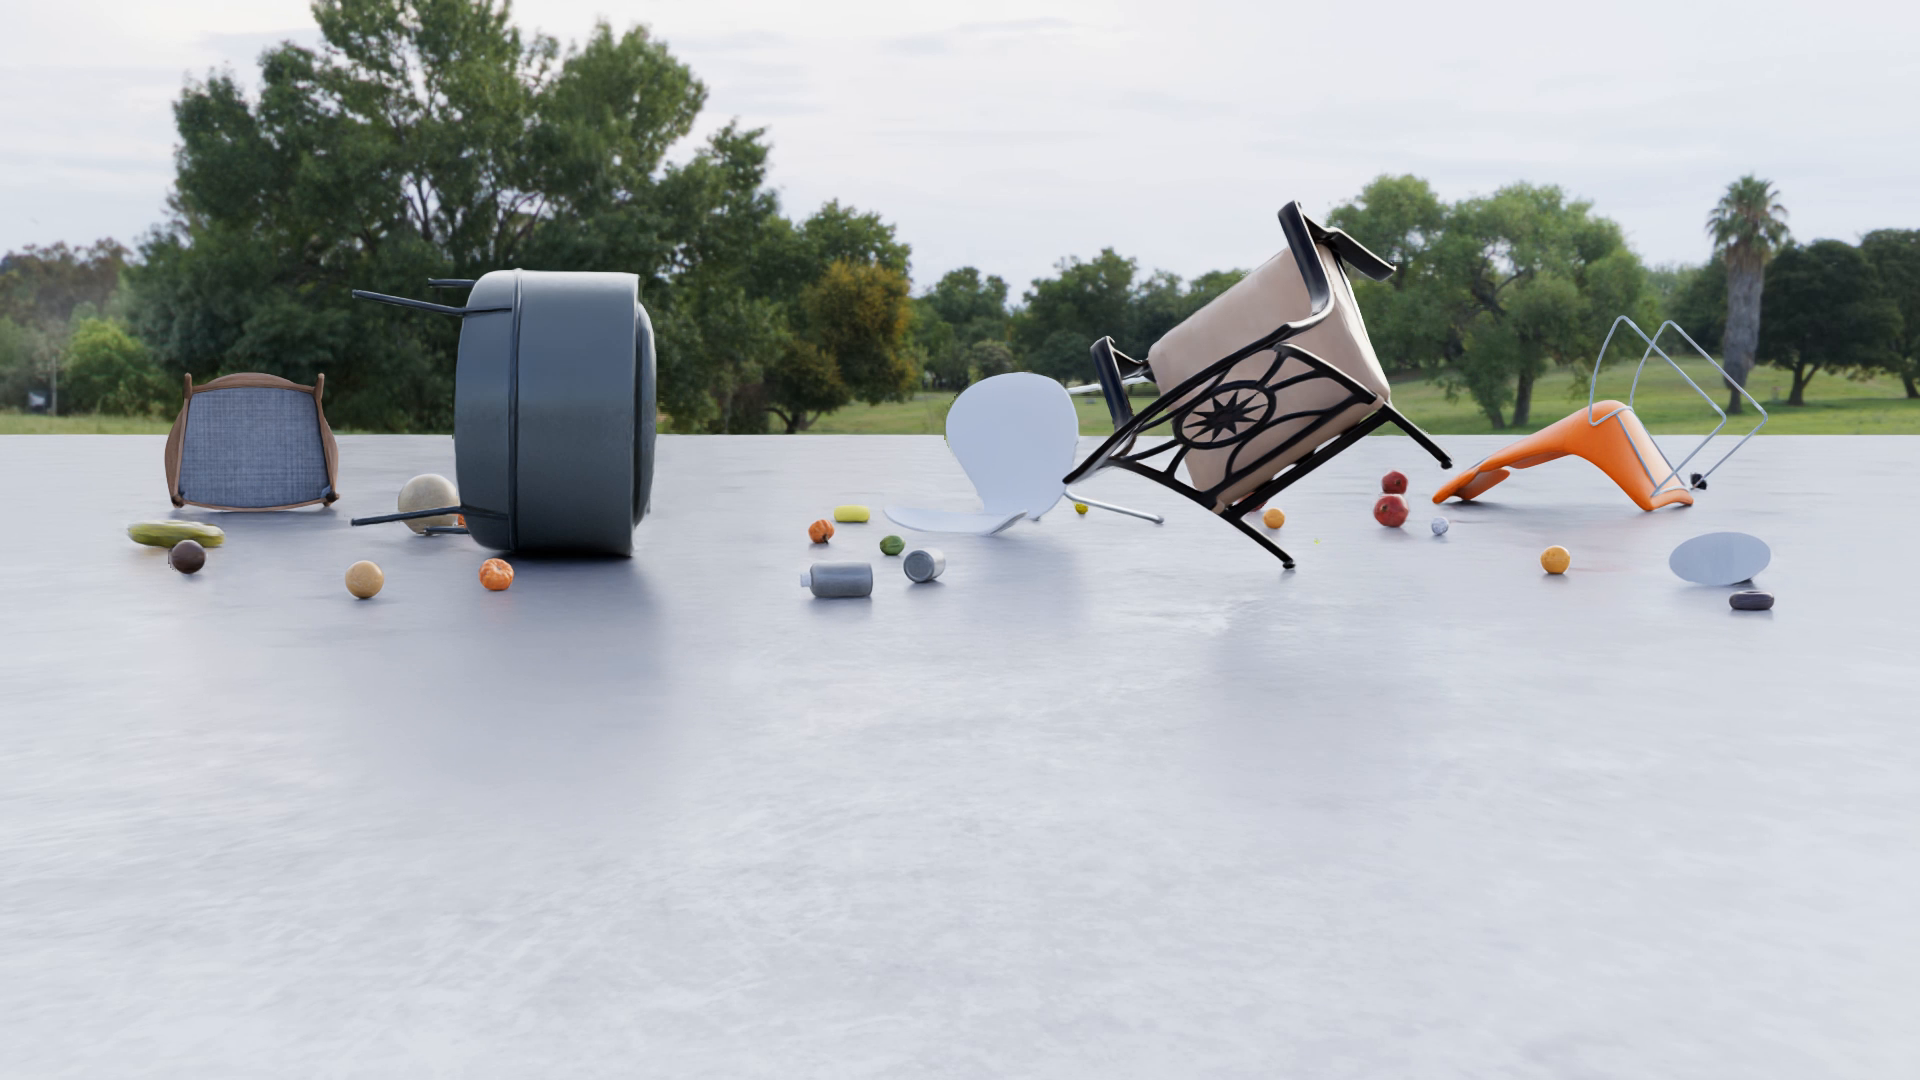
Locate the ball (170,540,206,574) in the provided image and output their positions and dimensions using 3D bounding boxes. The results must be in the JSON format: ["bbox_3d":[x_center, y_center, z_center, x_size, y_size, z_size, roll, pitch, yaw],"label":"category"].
[{"bbox_3d":[-1.875,0.041,5.345,0.083,0.083,0.083,0,4,0],"label":"ball"}]

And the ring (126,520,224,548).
[{"bbox_3d":[-2.221,-0.017,6.231,0.266,0.068,0.252,3,3,-44],"label":"ring"}]

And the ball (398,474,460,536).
[{"bbox_3d":[-1.630,-0.109,6.751,0.189,0.189,0.189,0,4,0],"label":"ball"}]

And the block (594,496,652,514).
[{"bbox_3d":[-1.224,-0.125,7.983,0.157,0.053,0.135,-3,5,-36],"label":"block"}]

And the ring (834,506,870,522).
[{"bbox_3d":[-0.367,-0.089,7.452,0.117,0.054,0.150,-4,4,-27],"label":"ring"}]

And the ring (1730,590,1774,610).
[{"bbox_3d":[1.618,0.124,4.492,0.099,0.035,0.067,-2,6,-16],"label":"ring"}]

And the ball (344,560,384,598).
[{"bbox_3d":[-1.277,0.085,4.715,0.082,0.082,0.082,0,4,0],"label":"ball"}]

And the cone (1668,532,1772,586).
[{"bbox_3d":[1.796,0.069,5.093,0.162,0.129,0.251,25,-19,-40],"label":"cone"}]

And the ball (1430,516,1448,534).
[{"bbox_3d":[1.480,-0.045,6.786,0.057,0.057,0.057,0,4,0],"label":"ball"}]
